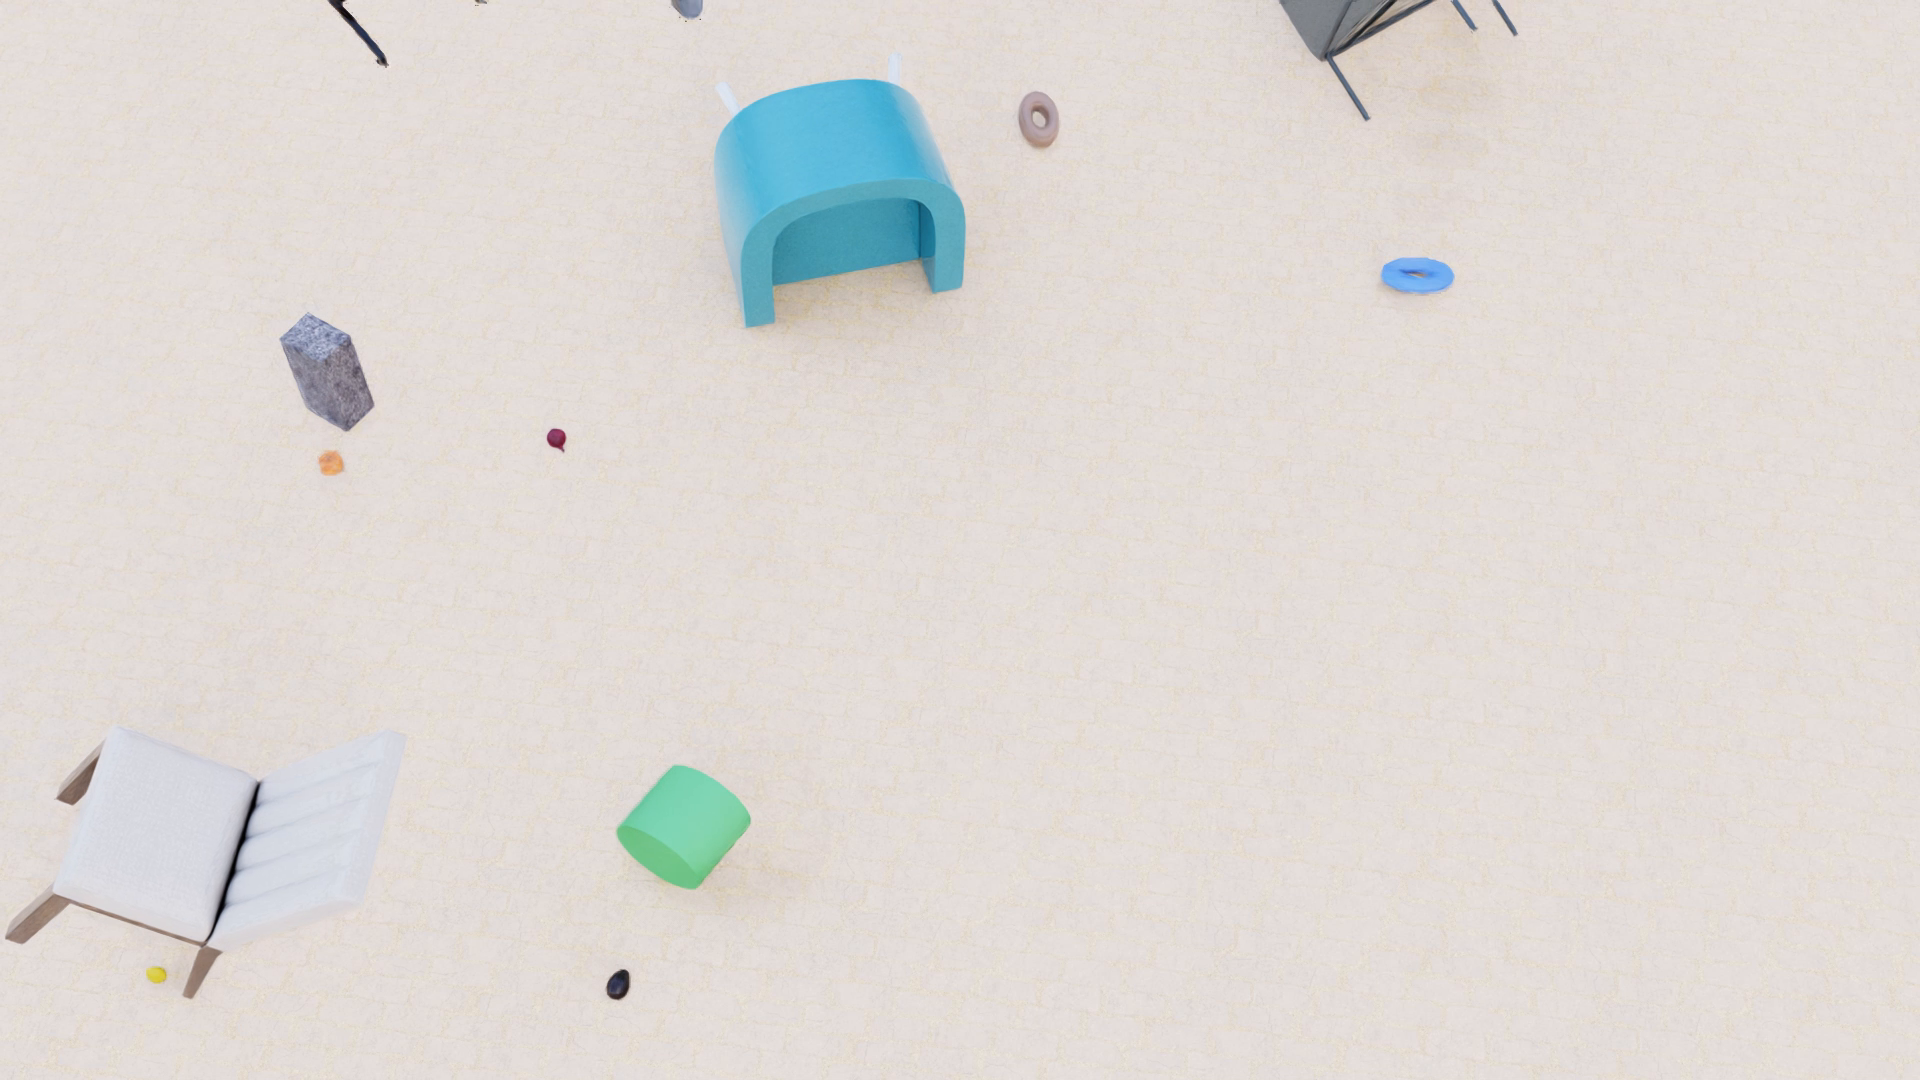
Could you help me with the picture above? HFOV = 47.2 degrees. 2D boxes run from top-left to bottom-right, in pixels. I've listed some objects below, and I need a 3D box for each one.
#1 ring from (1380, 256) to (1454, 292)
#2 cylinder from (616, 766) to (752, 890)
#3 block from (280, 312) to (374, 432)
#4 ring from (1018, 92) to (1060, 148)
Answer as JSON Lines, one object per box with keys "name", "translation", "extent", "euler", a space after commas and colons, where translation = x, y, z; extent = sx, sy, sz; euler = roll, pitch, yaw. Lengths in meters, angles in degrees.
{"name": "ring", "translation": [1.475, -0.855, 7.087], "extent": [0.251, 0.044, 0.200], "euler": [-10, 37, -20]}
{"name": "cylinder", "translation": [-0.740, 0.770, 5.893], "extent": [0.318, 0.243, 0.222], "euler": [4, 46, 50]}
{"name": "block", "translation": [-1.929, -0.509, 6.709], "extent": [0.169, 0.340, 0.125], "euler": [28, 60, 18]}
{"name": "ring", "translation": [0.268, -1.424, 7.454], "extent": [0.140, 0.082, 0.199], "euler": [-9, 78, -10]}
